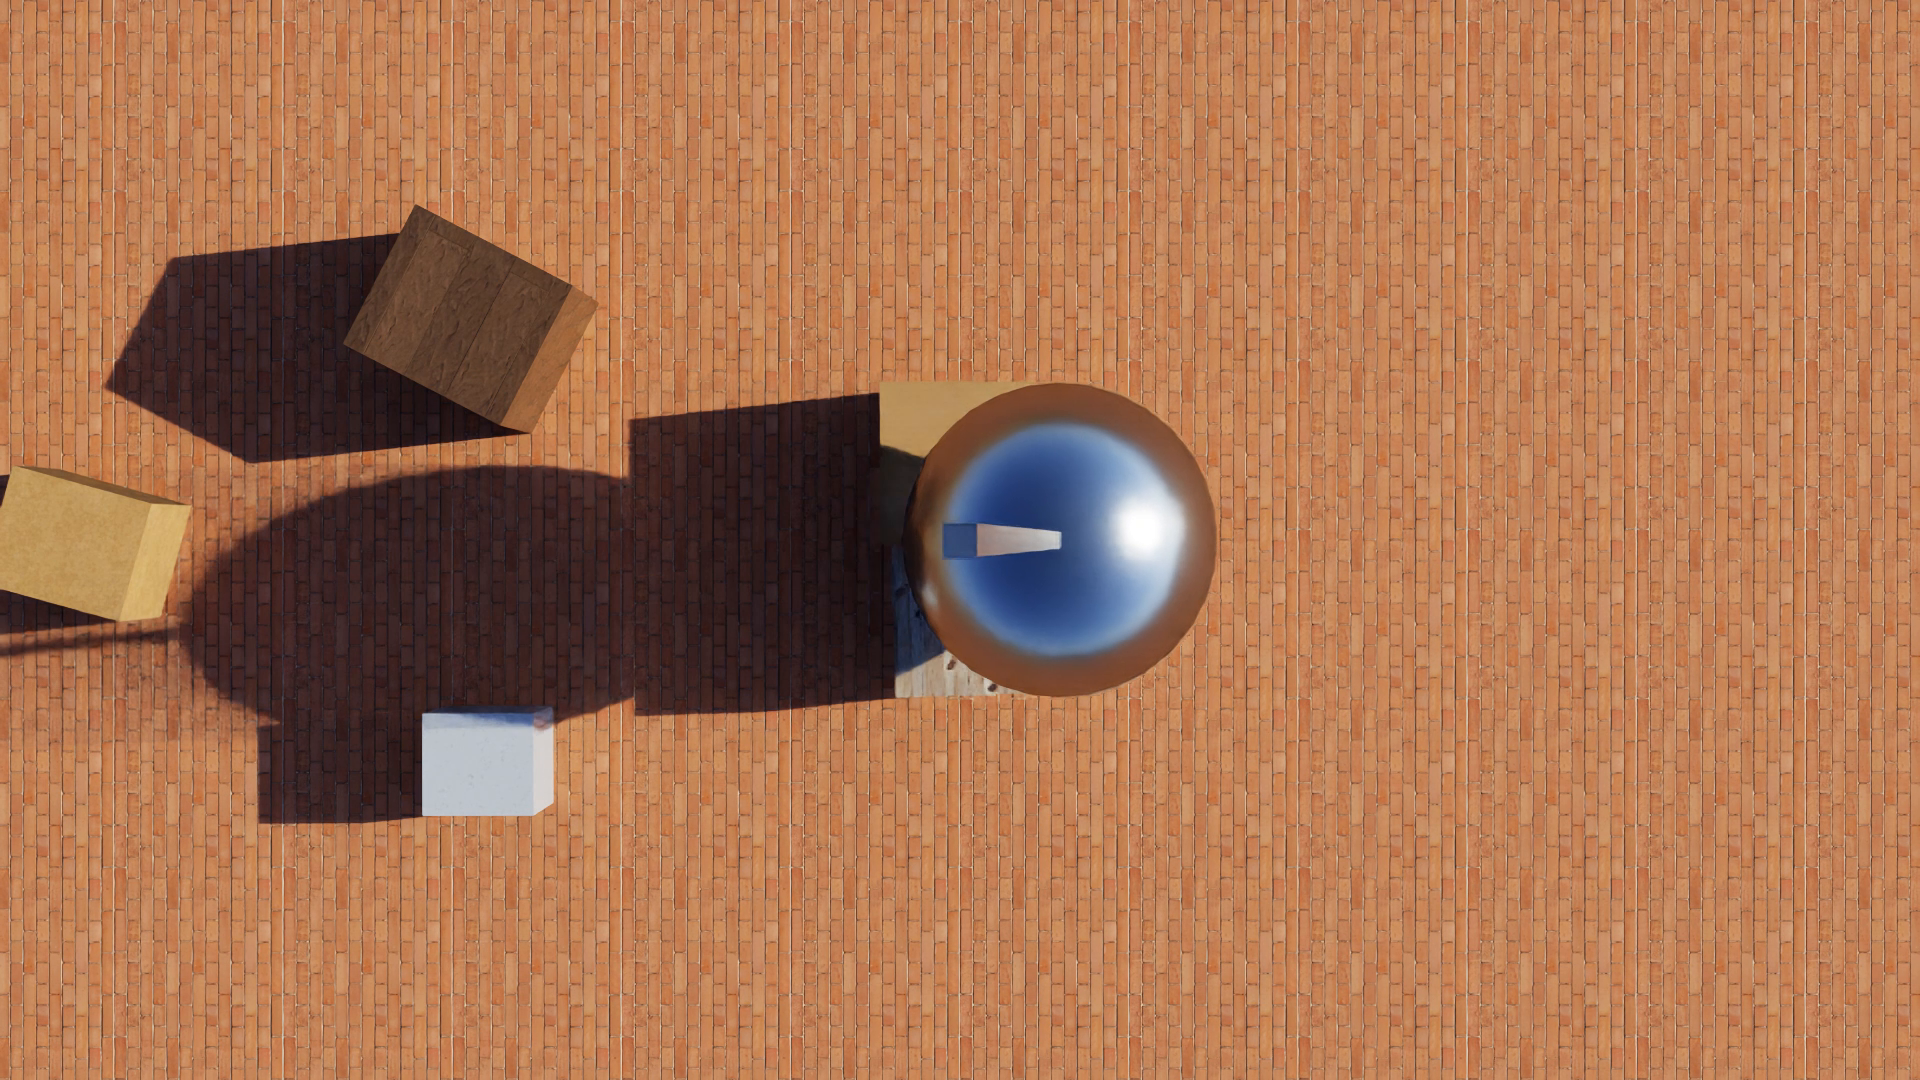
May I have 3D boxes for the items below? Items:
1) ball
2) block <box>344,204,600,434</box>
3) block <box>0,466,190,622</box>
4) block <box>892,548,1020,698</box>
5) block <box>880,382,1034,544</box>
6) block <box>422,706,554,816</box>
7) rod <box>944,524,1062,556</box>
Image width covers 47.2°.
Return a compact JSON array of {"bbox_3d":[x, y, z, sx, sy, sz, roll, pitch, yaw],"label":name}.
[{"bbox_3d":[0.504,0.000,11.161,1.600,1.600,1.600,0,90,0],"label":"ball"},{"bbox_3d":[-2.765,-1.241,12.553,0.977,0.895,0.869,27,90,0],"label":"block"},{"bbox_3d":[-5.025,0.019,12.679,0.809,0.641,0.687,15,90,0],"label":"block"},{"bbox_3d":[0.007,0.448,12.579,0.754,0.842,0.826,-2,90,0],"label":"block"},{"bbox_3d":[-0.015,-0.427,12.593,0.861,0.814,0.902,0,90,0],"label":"block"},{"bbox_3d":[-2.718,1.267,12.700,0.627,0.601,0.576,0,90,0],"label":"block"},{"bbox_3d":[0.218,0.000,7.773,0.080,5.200,0.080,0,90,5],"label":"rod"}]
